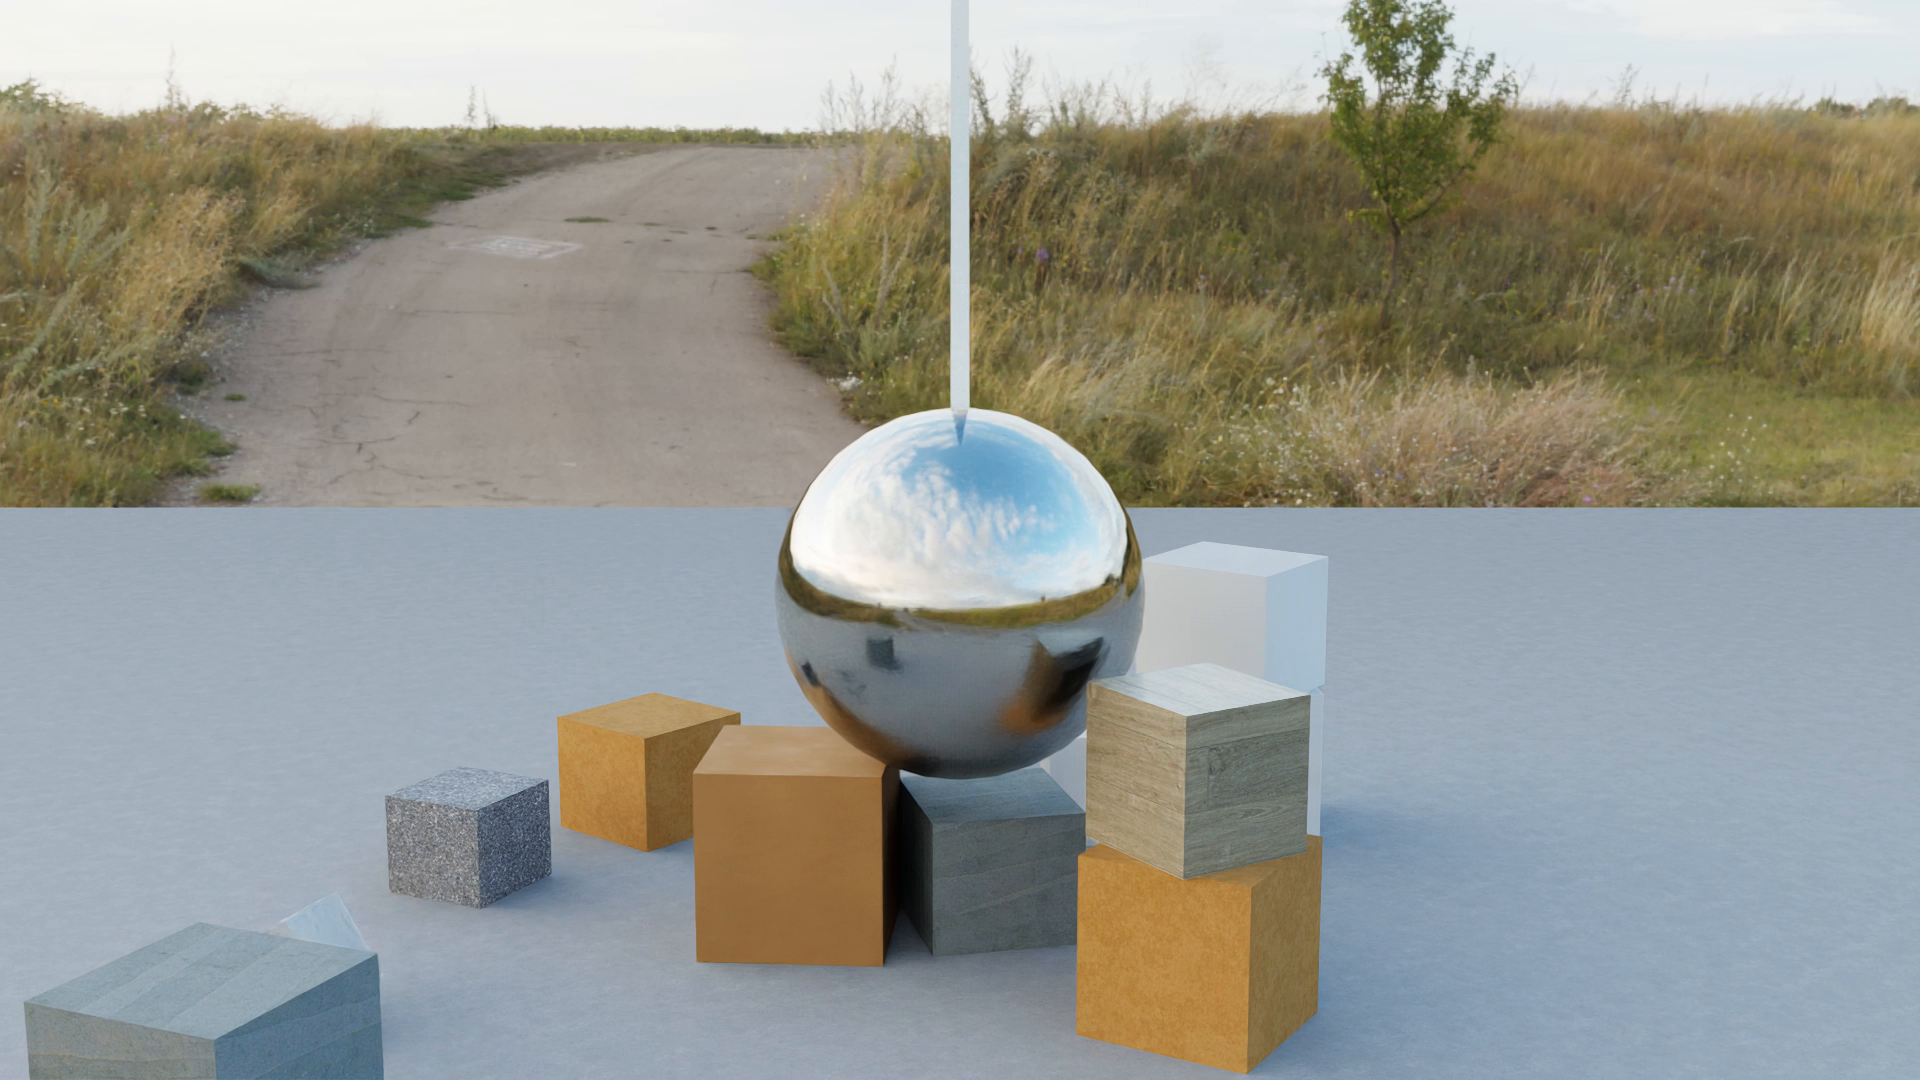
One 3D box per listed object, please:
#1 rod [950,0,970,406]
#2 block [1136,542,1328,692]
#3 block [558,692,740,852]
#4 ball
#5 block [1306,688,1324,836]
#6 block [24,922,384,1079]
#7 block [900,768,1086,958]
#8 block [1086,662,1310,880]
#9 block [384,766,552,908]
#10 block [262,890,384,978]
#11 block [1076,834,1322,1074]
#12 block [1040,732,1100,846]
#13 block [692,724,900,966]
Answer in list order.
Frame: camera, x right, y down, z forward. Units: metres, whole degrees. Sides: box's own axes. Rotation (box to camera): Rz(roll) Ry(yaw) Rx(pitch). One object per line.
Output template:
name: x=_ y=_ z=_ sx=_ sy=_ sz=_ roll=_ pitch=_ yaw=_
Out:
rod: x=0.000 y=-3.150 z=9.845 sx=0.080 sy=5.200 sz=0.080 roll=0 pitch=-6 yaw=0
block: x=1.366 y=0.415 z=11.036 sx=0.720 sy=0.658 sz=0.652 roll=7 pitch=13 yaw=35
block: x=-1.603 y=1.189 z=11.392 sx=0.658 sy=0.586 sz=0.666 roll=8 pitch=13 yaw=39
ball: x=0.000 y=0.228 z=9.462 sx=1.600 sy=1.600 sz=1.600 roll=0 pitch=10 yaw=0
block: x=1.425 y=1.091 z=11.360 sx=0.740 sy=0.788 sz=0.753 roll=0 pitch=10 yaw=-2
block: x=-2.430 y=1.825 z=7.162 sx=0.756 sy=0.847 sz=0.776 roll=4 pitch=11 yaw=23
block: x=0.134 y=1.442 z=9.947 sx=0.688 sy=0.603 sz=0.725 roll=-2 pitch=11 yaw=-13
block: x=0.933 y=0.895 z=8.688 sx=0.610 sy=0.640 sz=0.635 roll=-6 pitch=12 yaw=-32
block: x=-2.339 y=1.409 z=10.492 sx=0.533 sy=0.474 sz=0.551 roll=5 pitch=11 yaw=25
block: x=-2.612 y=1.697 z=8.715 sx=0.349 sy=0.396 sz=0.431 roll=-28 pitch=1 yaw=12
block: x=0.960 y=1.580 z=8.791 sx=0.734 sy=0.745 sz=0.713 roll=6 pitch=12 yaw=30
block: x=0.746 y=1.207 z=11.351 sx=0.617 sy=0.564 sz=0.639 roll=0 pitch=10 yaw=-2
block: x=-0.709 y=1.345 z=9.804 sx=0.810 sy=0.846 sz=0.796 roll=1 pitch=10 yaw=4
